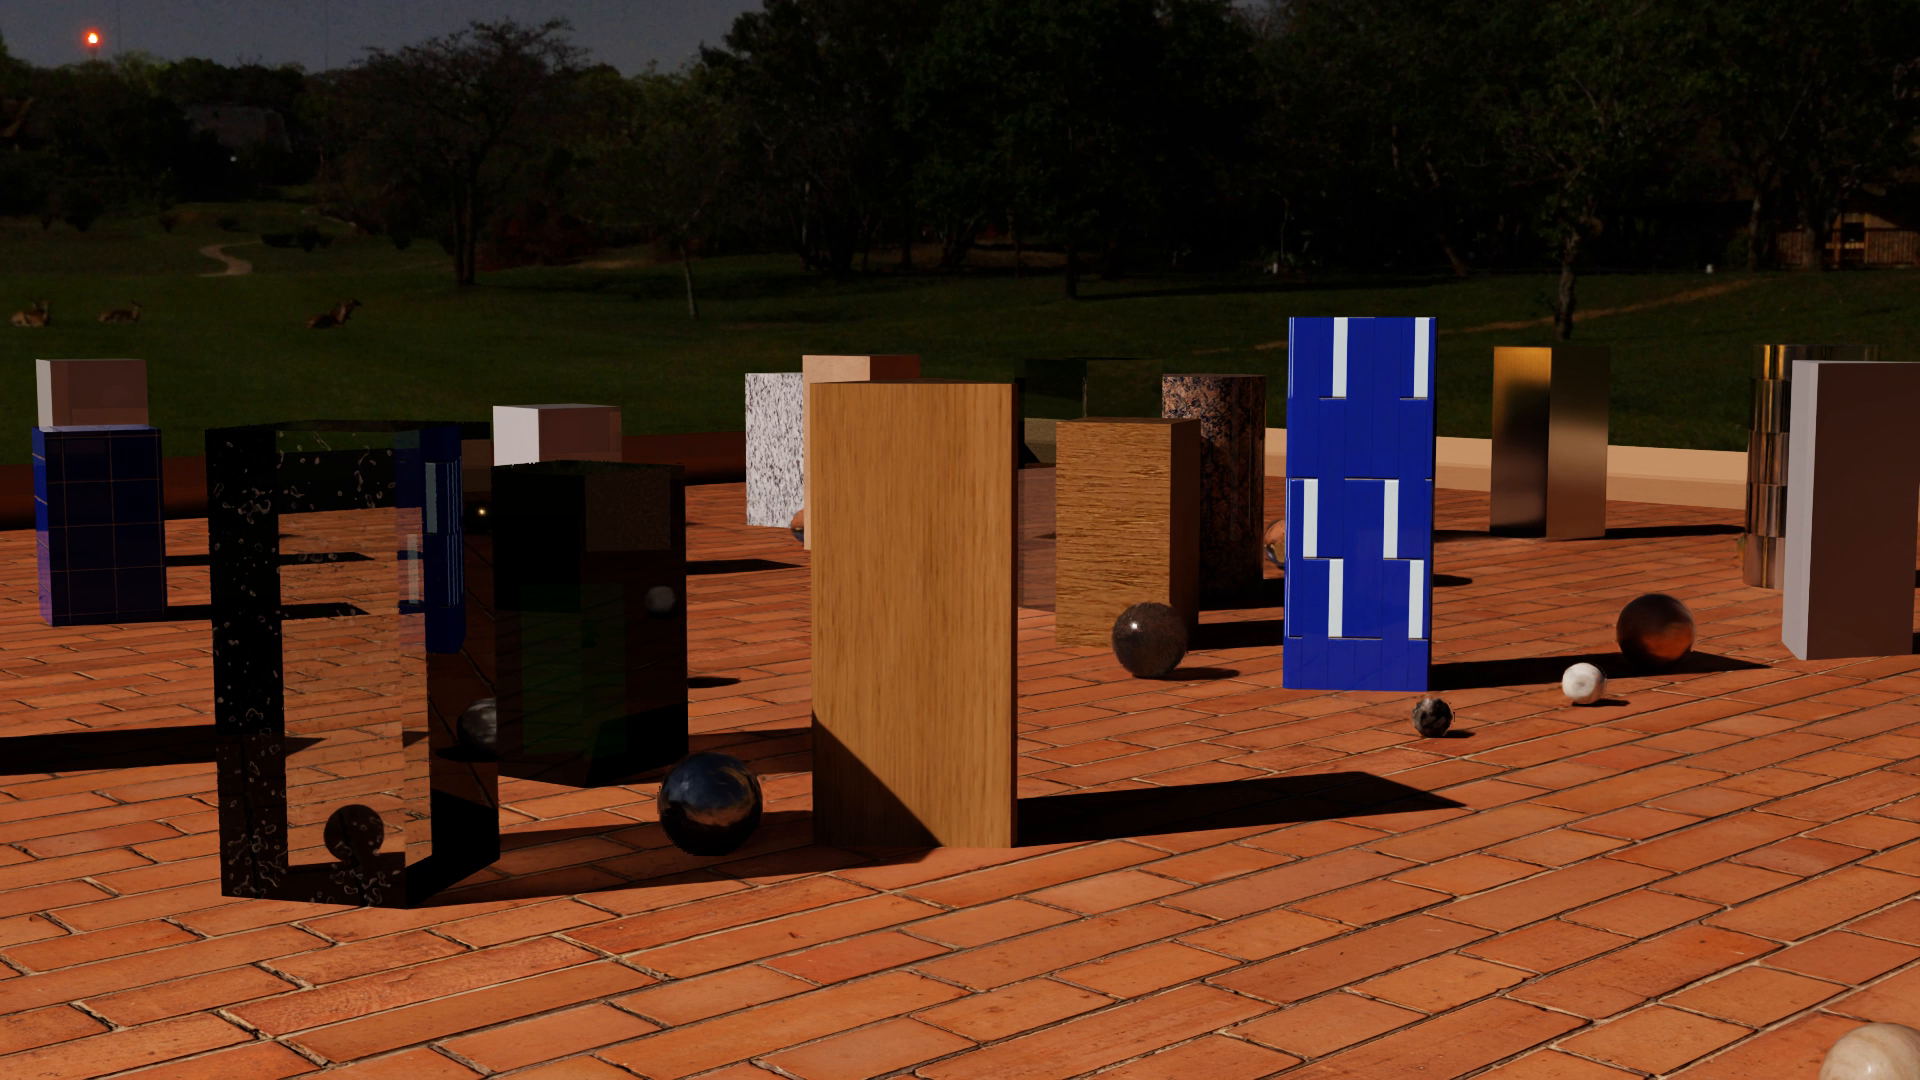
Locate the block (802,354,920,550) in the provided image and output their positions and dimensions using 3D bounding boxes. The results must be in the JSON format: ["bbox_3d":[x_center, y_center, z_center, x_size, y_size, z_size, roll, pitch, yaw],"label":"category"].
[{"bbox_3d":[-0.182,-0.164,4.092,0.155,0.360,0.155,4,7,35],"label":"block"}]

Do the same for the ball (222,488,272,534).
[{"bbox_3d":[-1.412,-0.057,4.352,0.094,0.094,0.094,0,6,0],"label":"ball"}]

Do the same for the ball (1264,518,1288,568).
[{"bbox_3d":[0.565,0.006,3.782,0.088,0.088,0.088,0,6,0],"label":"ball"}]

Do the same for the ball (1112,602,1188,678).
[{"bbox_3d":[0.230,0.121,2.668,0.093,0.093,0.093,0,6,0],"label":"ball"}]

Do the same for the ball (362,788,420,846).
[{"bbox_3d":[-0.475,0.231,1.833,0.047,0.047,0.047,0,6,0],"label":"ball"}]

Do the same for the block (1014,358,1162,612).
[{"bbox_3d":[0.190,-0.084,3.277,0.155,0.371,0.155,-5,8,-40],"label":"block"}]

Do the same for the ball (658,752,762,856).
[{"bbox_3d":[-0.204,0.215,1.799,0.085,0.085,0.085,0,6,0],"label":"ball"}]

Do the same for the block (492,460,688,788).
[{"bbox_3d":[-0.376,0.075,2.141,0.155,0.292,0.155,4,7,32],"label":"block"}]

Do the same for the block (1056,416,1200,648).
[{"bbox_3d":[0.227,-0.012,2.949,0.155,0.297,0.155,2,6,20],"label":"block"}]

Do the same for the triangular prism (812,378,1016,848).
[{"bbox_3d":[-0.032,0.056,1.885,0.168,0.384,0.145,0,6,4],"label":"triangular prism"}]

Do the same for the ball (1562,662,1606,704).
[{"bbox_3d":[0.704,0.162,2.482,0.048,0.048,0.048,0,6,0],"label":"ball"}]

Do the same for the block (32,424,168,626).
[{"bbox_3d":[-1.246,-0.025,3.183,0.155,0.274,0.155,-3,7,-29],"label":"block"}]

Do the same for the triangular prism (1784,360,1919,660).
[{"bbox_3d":[1.132,-0.044,2.875,0.168,0.377,0.145,-2,6,-17],"label":"triangular prism"}]

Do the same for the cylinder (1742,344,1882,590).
[{"bbox_3d":[1.372,-0.120,3.547,0.194,0.388,0.194,0,6,0],"label":"cylinder"}]

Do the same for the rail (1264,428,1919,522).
[{"bbox_3d":[1.712,-0.132,4.903,0.045,0.126,4.369,-6,8,-42],"label":"rail"}]

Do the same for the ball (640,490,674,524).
[{"bbox_3d":[-0.628,-0.067,4.556,0.070,0.070,0.070,0,6,0],"label":"ball"}]

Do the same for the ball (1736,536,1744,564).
[{"bbox_3d":[1.372,0.016,3.786,0.067,0.067,0.067,0,6,0],"label":"ball"}]

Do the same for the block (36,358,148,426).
[{"bbox_3d":[-1.511,-0.136,3.841,0.155,0.357,0.155,-4,7,-31],"label":"block"}]

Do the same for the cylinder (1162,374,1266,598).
[{"bbox_3d":[0.384,-0.090,3.479,0.194,0.341,0.194,0,6,0],"label":"cylinder"}]

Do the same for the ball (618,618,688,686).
[{"bbox_3d":[-0.364,0.133,2.608,0.081,0.081,0.081,0,6,0],"label":"ball"}]

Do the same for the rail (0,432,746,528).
[{"bbox_3d":[-1.465,-0.133,4.911,4.708,0.126,0.045,-6,8,-42],"label":"rail"}]

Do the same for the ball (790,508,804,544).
[{"bbox_3d":[-0.284,-0.026,4.160,0.073,0.073,0.073,0,6,0],"label":"ball"}]

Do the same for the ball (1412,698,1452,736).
[{"bbox_3d":[0.493,0.185,2.299,0.041,0.041,0.041,0,6,0],"label":"ball"}]

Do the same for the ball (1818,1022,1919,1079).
[{"bbox_3d":[0.489,0.290,1.157,0.071,0.071,0.071,0,6,0],"label":"ball"}]

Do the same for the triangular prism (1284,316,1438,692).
[{"bbox_3d":[0.475,-0.048,2.631,0.168,0.435,0.145,1,6,7],"label":"triangular prism"}]

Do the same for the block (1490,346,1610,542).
[{"bbox_3d":[1.154,-0.192,4.304,0.155,0.372,0.155,-3,7,-29],"label":"block"}]

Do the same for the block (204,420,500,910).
[{"bbox_3d":[-0.468,0.089,1.711,0.155,0.355,0.155,2,6,14],"label":"block"}]

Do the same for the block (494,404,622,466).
[{"bbox_3d":[-0.676,-0.084,3.704,0.155,0.283,0.155,-5,8,-39],"label":"block"}]

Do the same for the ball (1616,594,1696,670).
[{"bbox_3d":[0.862,0.114,2.726,0.094,0.094,0.094,0,6,0],"label":"ball"}]

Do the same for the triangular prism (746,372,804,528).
[{"bbox_3d":[-0.332,-0.189,4.561,0.168,0.313,0.145,4,7,33],"label":"triangular prism"}]
